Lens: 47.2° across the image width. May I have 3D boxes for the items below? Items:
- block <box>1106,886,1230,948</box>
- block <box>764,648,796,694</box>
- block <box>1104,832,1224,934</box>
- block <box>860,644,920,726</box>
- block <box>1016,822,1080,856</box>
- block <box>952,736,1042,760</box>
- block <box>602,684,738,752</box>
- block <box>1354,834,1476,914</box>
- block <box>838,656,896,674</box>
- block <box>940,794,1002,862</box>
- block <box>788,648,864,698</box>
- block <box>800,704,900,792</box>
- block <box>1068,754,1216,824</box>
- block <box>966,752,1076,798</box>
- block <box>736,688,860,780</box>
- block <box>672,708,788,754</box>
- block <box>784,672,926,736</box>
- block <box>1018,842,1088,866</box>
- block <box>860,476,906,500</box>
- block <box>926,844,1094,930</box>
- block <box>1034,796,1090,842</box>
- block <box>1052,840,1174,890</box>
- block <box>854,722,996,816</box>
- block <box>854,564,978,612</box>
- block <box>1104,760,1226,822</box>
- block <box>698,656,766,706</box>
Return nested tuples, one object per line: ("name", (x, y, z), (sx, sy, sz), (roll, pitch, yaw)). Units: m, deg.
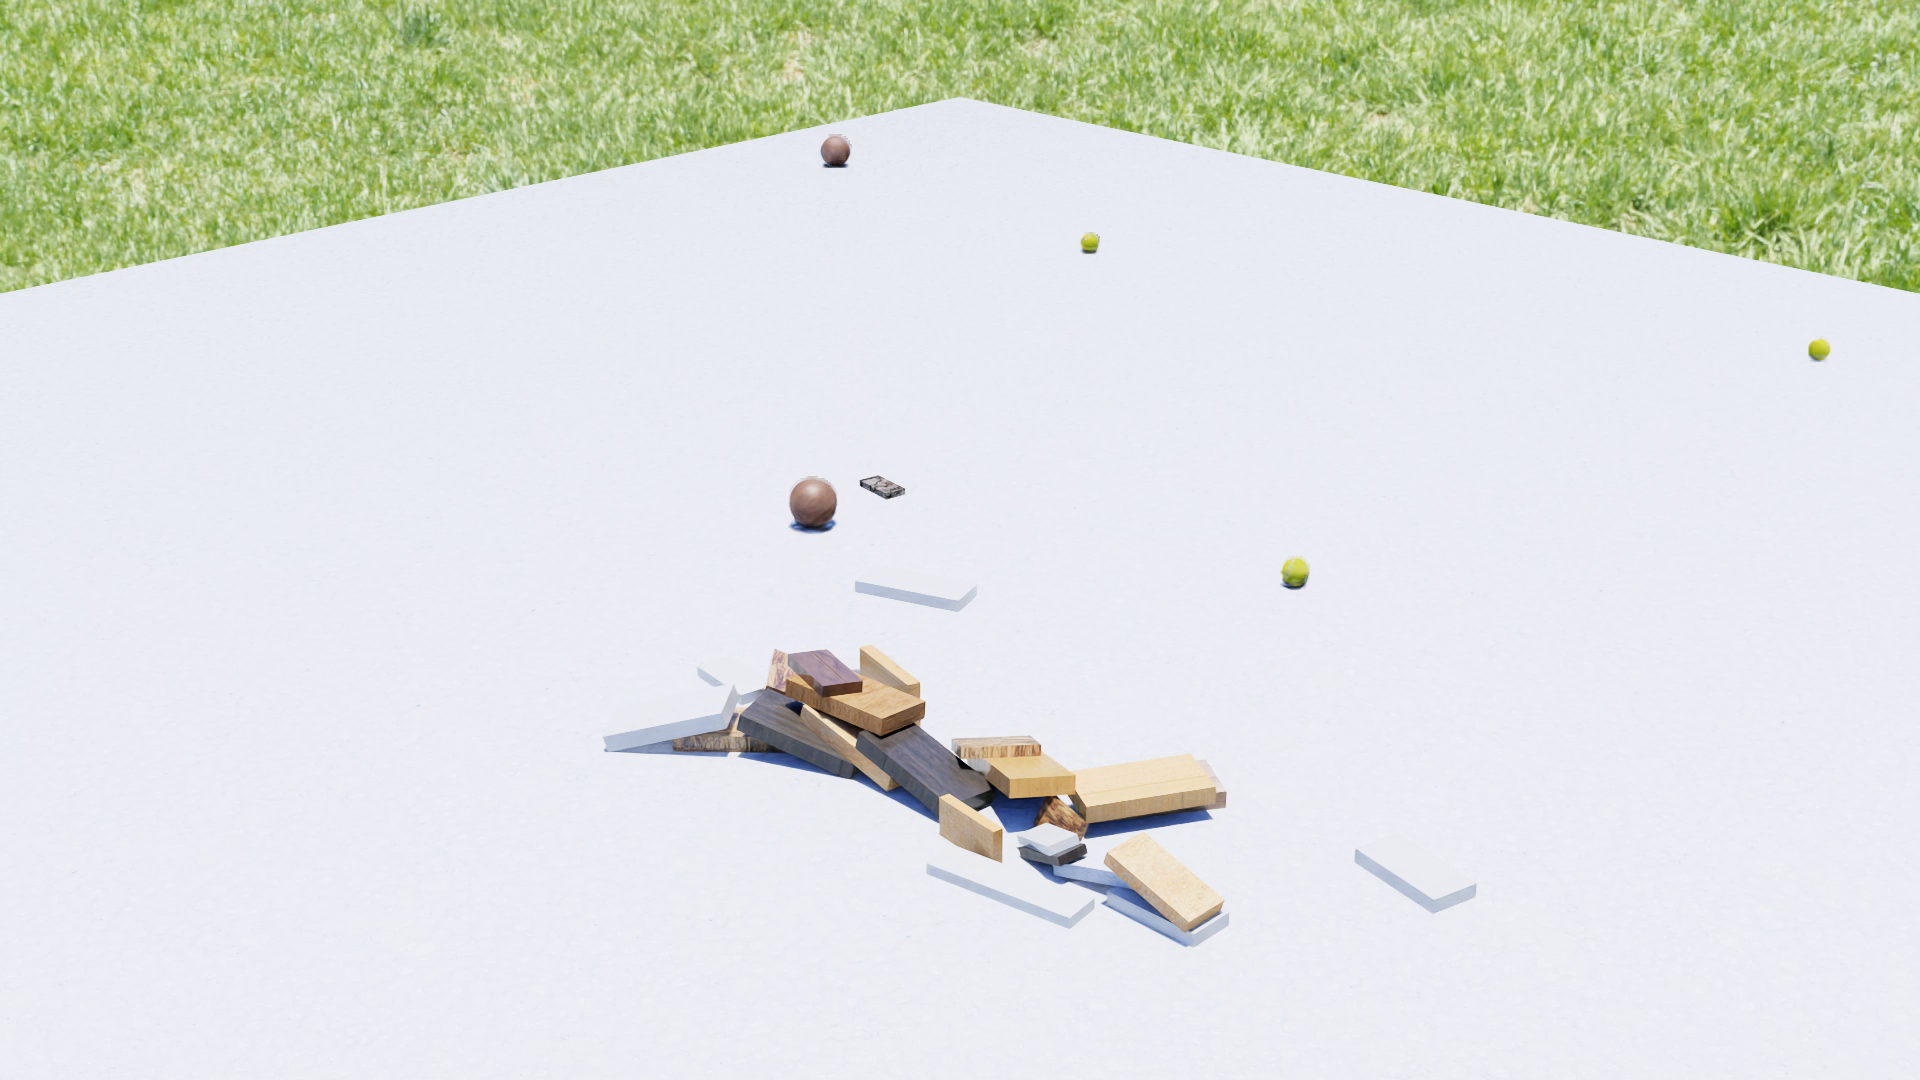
("block", (0.387, 0.687, 4.104), (0.209, 0.030, 0.104), (21, 31, 40))
("block", (-0.387, 0.312, 4.949), (0.093, 0.026, 0.185), (21, 22, -8))
("block", (0.377, 0.633, 4.077), (0.104, 0.030, 0.209), (-22, 48, -41))
("block", (-0.155, 0.324, 4.858), (0.031, 0.109, 0.219), (-13, 26, -28))
("block", (0.171, 0.581, 4.271), (0.068, 0.019, 0.136), (-19, 10, -22))
("block", (0.075, 0.429, 4.553), (0.170, 0.024, 0.085), (-1, 8, -14))
("block", (-0.620, 0.381, 4.720), (0.270, 0.038, 0.135), (-12, 22, 12))
("block", (0.872, 0.638, 4.218), (0.109, 0.031, 0.219), (-14, 27, -29))
("block", (-0.215, 0.291, 5.052), (0.135, 0.018, 0.064), (-1, 23, -3))
("block", (0.021, 0.571, 4.306), (0.024, 0.085, 0.170), (-17, 28, -34))
("block", (-0.288, 0.283, 4.684), (0.093, 0.026, 0.185), (-6, 22, -27))
("block", (-0.194, 0.419, 4.625), (0.275, 0.039, 0.138), (35, 33, 33))
("block", (0.361, 0.499, 4.432), (0.275, 0.039, 0.138), (-7, 26, -15))
("block", (0.122, 0.469, 4.500), (0.138, 0.039, 0.293), (-1, 8, -17))
("block", (-0.322, 0.409, 4.662), (0.270, 0.038, 0.135), (22, 28, 13))
("block", (-0.476, 0.409, 4.747), (0.270, 0.038, 0.135), (1, 23, 1))
("block", (-0.222, 0.335, 4.649), (0.275, 0.039, 0.138), (19, 24, 36))
("block", (0.180, 0.601, 4.255), (0.068, 0.019, 0.136), (-21, 11, -30))
("block", (-0.215, -0.146, 6.082), (0.064, 0.018, 0.129), (-17, 28, -34))
("block", (0.094, 0.657, 4.180), (0.329, 0.024, 0.085), (16, 28, 33))
("block", (0.200, 0.561, 4.350), (0.019, 0.068, 0.136), (20, 10, -33))
("block", (0.293, 0.622, 4.204), (0.209, 0.030, 0.104), (4, 19, 38))
("block", (-0.072, 0.467, 4.514), (0.138, 0.039, 0.275), (-15, 40, -44))
("block", (-0.109, 0.119, 5.441), (0.283, 0.031, 0.109), (10, 25, 23))
("block", (0.392, 0.513, 4.502), (0.275, 0.039, 0.138), (-5, 23, -11))
("block", (-0.506, 0.317, 4.980), (0.093, 0.026, 0.185), (-17, 28, -35))
